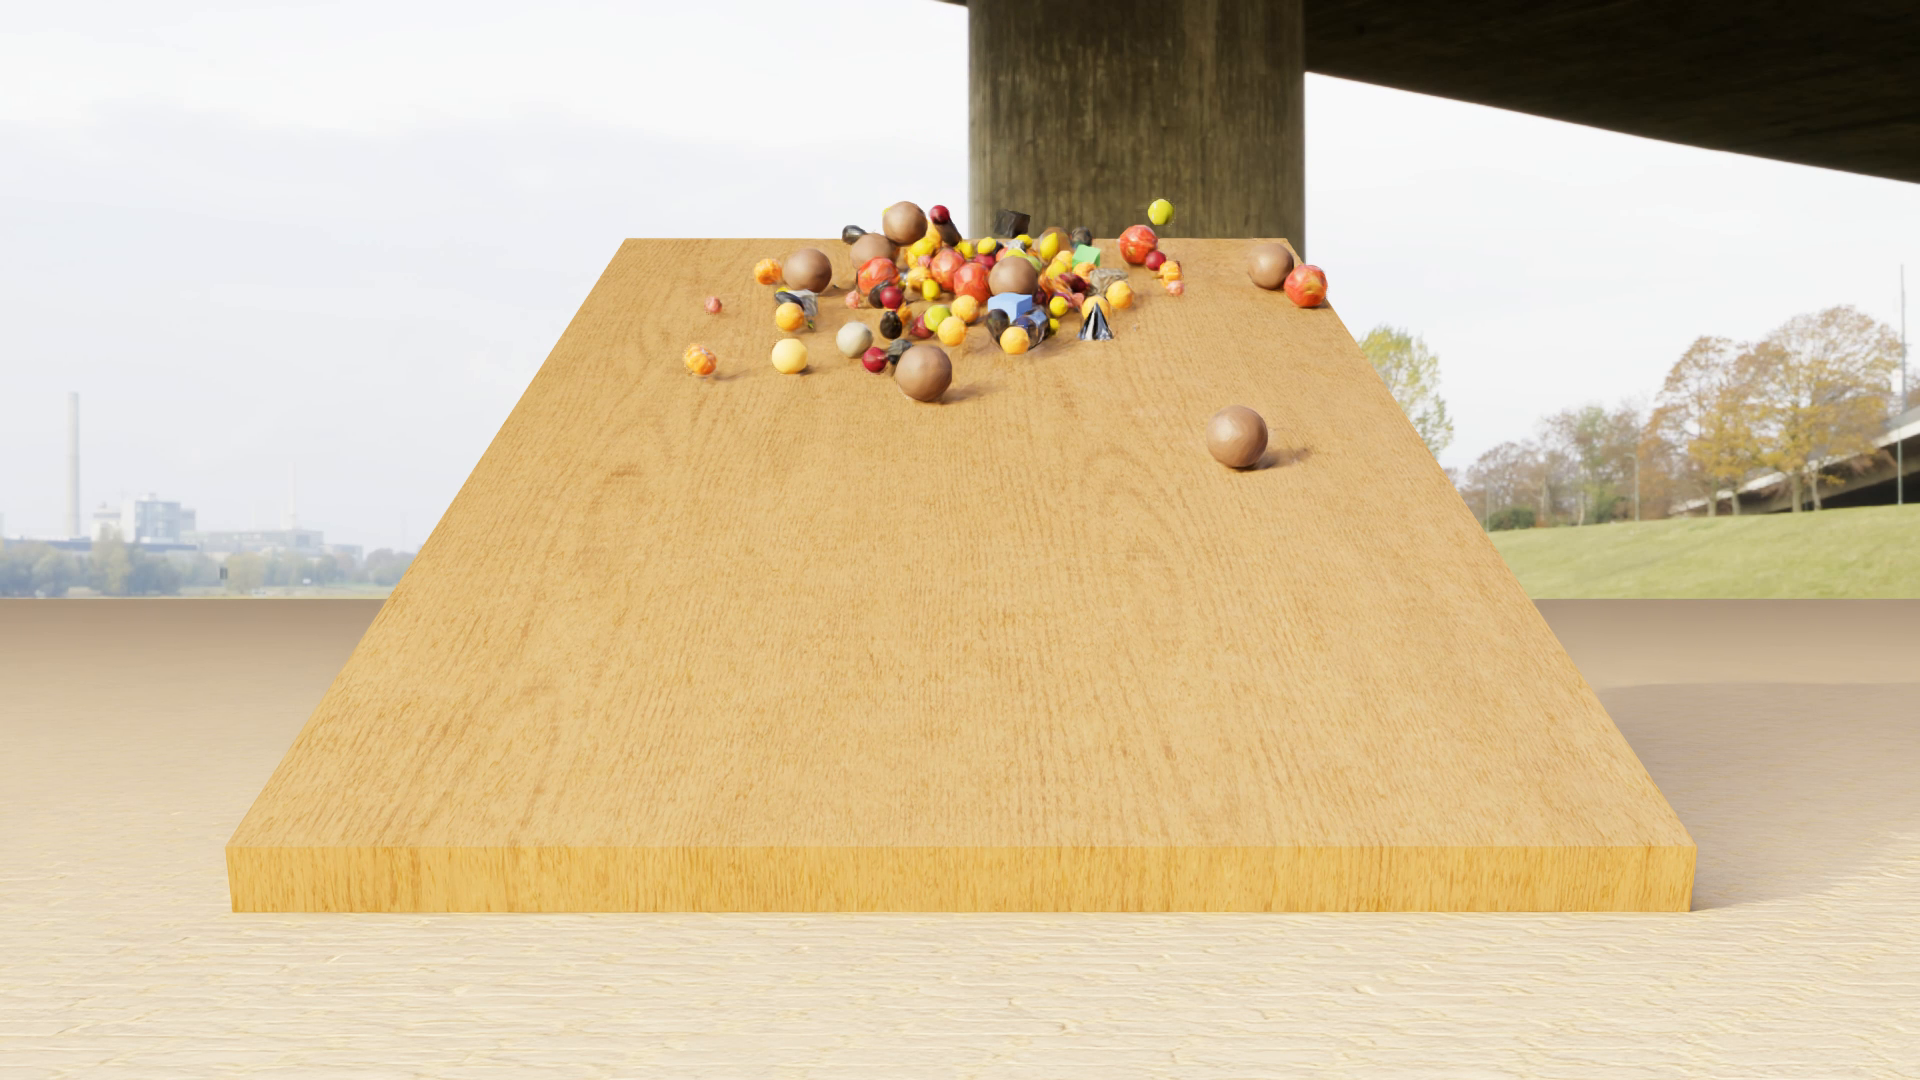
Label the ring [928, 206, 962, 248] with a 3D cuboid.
[{"bbox_3d":[-0.042,-0.906,6.541,0.046,0.137,0.137,-34,-7,8],"label":"ring"}]

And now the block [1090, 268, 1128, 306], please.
[{"bbox_3d":[0.399,-0.679,6.056,0.079,0.079,0.079,-6,20,-17],"label":"block"}]

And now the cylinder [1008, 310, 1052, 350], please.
[{"bbox_3d":[0.172,-0.520,5.594,0.085,0.085,0.085,-1,18,22],"label":"cylinder"}]

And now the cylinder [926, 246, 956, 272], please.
[{"bbox_3d":[-0.053,-0.795,6.407,0.062,0.062,0.062,-1,21,47],"label":"cylinder"}]

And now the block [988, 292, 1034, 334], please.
[{"bbox_3d":[0.129,-0.578,5.760,0.084,0.084,0.084,11,22,29],"label":"block"}]

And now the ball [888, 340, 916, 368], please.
[{"bbox_3d":[-0.141,-0.448,5.414,0.068,0.068,0.068,0,-1,0],"label":"ball"}]

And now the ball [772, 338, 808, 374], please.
[{"bbox_3d":[-0.403,-0.435,5.350,0.086,0.086,0.086,0,-1,0],"label":"ball"}]

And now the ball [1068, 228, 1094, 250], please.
[{"bbox_3d":[0.339,-0.841,6.329,0.070,0.070,0.070,0,-1,0],"label":"ball"}]

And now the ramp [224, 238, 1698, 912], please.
[{"bbox_3d":[-0.005,-0.202,4.969,2.000,0.100,4.000,0,19,0],"label":"ramp"}]

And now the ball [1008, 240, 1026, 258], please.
[{"bbox_3d":[0.156,-0.793,6.139,0.050,0.050,0.050,0,-1,0],"label":"ball"}]

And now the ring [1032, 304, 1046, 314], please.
[{"bbox_3d":[0.167,-0.589,5.857,0.112,0.037,0.112,-2,15,1],"label":"ring"}]

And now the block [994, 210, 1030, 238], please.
[{"bbox_3d":[0.151,-0.917,6.548,0.069,0.069,0.069,22,17,35],"label":"block"}]

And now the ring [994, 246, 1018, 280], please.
[{"bbox_3d":[0.128,-0.775,6.307,0.031,0.092,0.092,3,-3,-39],"label":"ring"}]

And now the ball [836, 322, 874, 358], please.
[{"bbox_3d":[-0.255,-0.486,5.489,0.090,0.090,0.090,0,-1,0],"label":"ball"}]

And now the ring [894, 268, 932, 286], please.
[{"bbox_3d":[-0.131,-0.730,6.258,0.111,0.037,0.111,1,15,0],"label":"ring"}]

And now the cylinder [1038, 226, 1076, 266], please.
[{"bbox_3d":[0.281,-0.845,6.494,0.099,0.099,0.099,0,19,-4],"label":"cylinder"}]

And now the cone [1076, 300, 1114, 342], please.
[{"bbox_3d":[0.342,-0.558,5.684,0.097,0.097,0.097,0,19,0],"label":"cone"}]

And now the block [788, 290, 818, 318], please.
[{"bbox_3d":[-0.413,-0.618,5.909,0.058,0.058,0.058,-11,22,-29],"label":"block"}]

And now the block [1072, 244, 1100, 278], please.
[{"bbox_3d":[0.348,-0.770,6.251,0.061,0.061,0.061,18,-35,15],"label":"block"}]

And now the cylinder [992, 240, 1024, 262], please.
[{"bbox_3d":[0.134,-0.799,6.369,0.065,0.065,0.065,-42,-24,29],"label":"cylinder"}]
